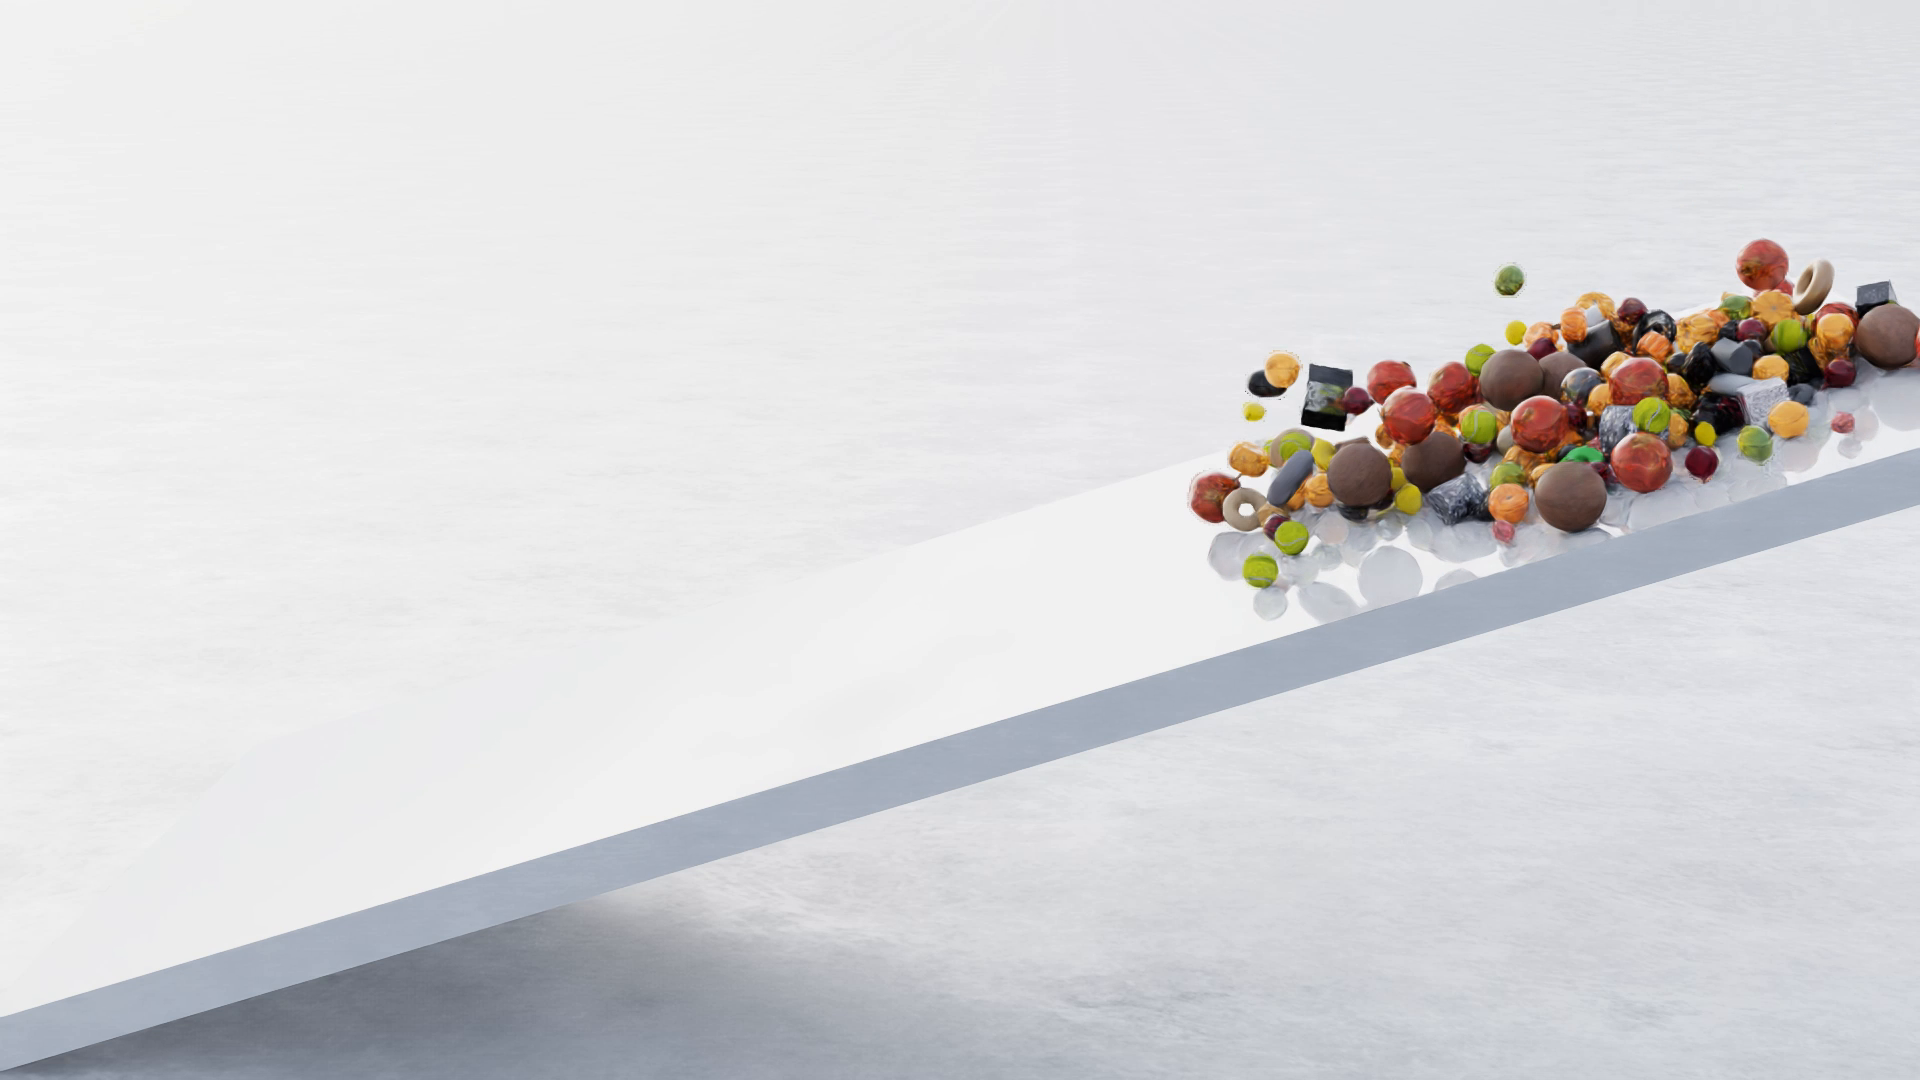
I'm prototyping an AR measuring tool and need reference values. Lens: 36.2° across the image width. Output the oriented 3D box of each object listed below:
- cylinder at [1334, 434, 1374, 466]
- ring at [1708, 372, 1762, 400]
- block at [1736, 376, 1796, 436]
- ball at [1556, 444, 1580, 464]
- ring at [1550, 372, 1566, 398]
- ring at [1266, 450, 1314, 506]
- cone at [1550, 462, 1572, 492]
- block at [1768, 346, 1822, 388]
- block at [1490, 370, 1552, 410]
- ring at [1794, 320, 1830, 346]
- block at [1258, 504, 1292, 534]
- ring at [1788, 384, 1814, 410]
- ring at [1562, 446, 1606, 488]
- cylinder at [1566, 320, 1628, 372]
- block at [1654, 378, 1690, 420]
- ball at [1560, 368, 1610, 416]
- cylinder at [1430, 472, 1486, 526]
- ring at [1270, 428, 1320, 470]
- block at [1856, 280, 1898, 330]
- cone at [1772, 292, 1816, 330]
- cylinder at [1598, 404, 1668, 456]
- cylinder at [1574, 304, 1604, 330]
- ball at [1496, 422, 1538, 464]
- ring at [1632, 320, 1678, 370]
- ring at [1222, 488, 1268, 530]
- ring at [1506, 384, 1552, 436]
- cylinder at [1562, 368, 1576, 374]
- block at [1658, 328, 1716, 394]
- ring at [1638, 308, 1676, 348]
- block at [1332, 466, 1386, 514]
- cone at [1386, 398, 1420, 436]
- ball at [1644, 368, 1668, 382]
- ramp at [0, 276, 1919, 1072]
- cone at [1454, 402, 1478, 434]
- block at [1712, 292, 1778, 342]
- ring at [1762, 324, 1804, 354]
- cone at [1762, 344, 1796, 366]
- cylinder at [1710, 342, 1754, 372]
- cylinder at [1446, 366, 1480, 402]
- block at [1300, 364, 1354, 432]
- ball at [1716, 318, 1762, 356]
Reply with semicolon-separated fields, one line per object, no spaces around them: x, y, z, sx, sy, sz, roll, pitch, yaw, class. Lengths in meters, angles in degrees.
0.866;-0.193;6.469;0.062;0.062;0.062;-19;18;-21;cylinder
1.532;-0.297;5.767;0.132;0.044;0.132;15;3;-1;ring
1.553;-0.258;5.666;0.082;0.082;0.082;-16;10;7;block
1.209;-0.163;5.826;0.054;0.054;0.054;0;11;0;ball
1.292;-0.311;6.221;0.109;0.036;0.109;38;21;-17;ring
0.667;-0.125;5.931;0.044;0.133;0.133;36;20;9;ring
1.184;-0.119;5.710;0.059;0.059;0.059;8;11;-4;cone
1.675;-0.343;5.902;0.061;0.061;0.061;-20;-12;-20;block
1.196;-0.296;6.298;0.090;0.090;0.090;44;-6;0;block
1.821;-0.446;6.336;0.104;0.035;0.104;-20;11;4;ring
0.658;-0.048;6.157;0.052;0.052;0.052;-14;11;19;block
1.638;-0.280;5.771;0.078;0.026;0.078;-26;17;8;ring
1.202;-0.140;5.664;0.083;0.083;0.028;5;-14;22;ring
1.344;-0.402;6.211;0.096;0.096;0.096;-24;2;21;cylinder
1.452;-0.286;5.994;0.051;0.051;0.051;-28;27;25;block
1.260;-0.299;5.933;0.098;0.098;0.098;0;11;0;ball
0.966;-0.080;5.711;0.078;0.078;0.078;-26;18;-13;cylinder
0.752;-0.197;6.606;0.115;0.115;0.038;1;23;5;ring
1.865;-0.477;5.982;0.066;0.066;0.066;-10;37;30;block
1.765;-0.464;6.198;0.088;0.088;0.088;23;15;6;cone
1.298;-0.212;5.665;0.097;0.097;0.097;1;10;40;cylinder
1.351;-0.469;6.299;0.053;0.053;0.053;-30;4;15;cylinder
1.117;-0.194;5.895;0.082;0.082;0.082;0;11;0;ball
1.471;-0.422;6.220;0.041;0.122;0.122;-1;10;-31;ring
0.605;-0.065;6.223;0.098;0.098;0.033;0;-21;2;ring
1.198;-0.269;6.196;0.039;0.117;0.117;2;8;-36;ring
1.373;-0.355;6.559;0.056;0.056;0.056;-7;1;-31;cylinder
1.524;-0.374;6.140;0.083;0.083;0.083;-39;63;-22;block
1.453;-0.440;6.133;0.086;0.086;0.029;10;21;42;ring
0.828;-0.105;6.106;0.072;0.072;0.072;-20;13;-10;block
1.020;-0.293;6.666;0.080;0.080;0.080;22;35;-17;cone
1.508;-0.390;6.297;0.100;0.100;0.100;0;11;0;ball
0.098;0.184;6.313;4.000;0.100;2.000;-17;10;5;ramp
1.138;-0.262;6.529;0.073;0.073;0.073;4;-11;19;cone
1.650;-0.465;6.181;0.087;0.087;0.087;17;5;38;block
1.680;-0.411;6.008;0.089;0.030;0.089;-31;4;2;ring
1.676;-0.368;6.036;0.066;0.066;0.066;-4;12;-4;cone
1.508;-0.358;5.746;0.059;0.059;0.059;-6;4;-28;cylinder
1.164;-0.360;6.806;0.062;0.062;0.062;-20;-10;-4;cylinder
0.756;-0.293;6.065;0.091;0.091;0.091;9;43;4;block
1.597;-0.408;6.029;0.090;0.090;0.090;0;11;0;ball
